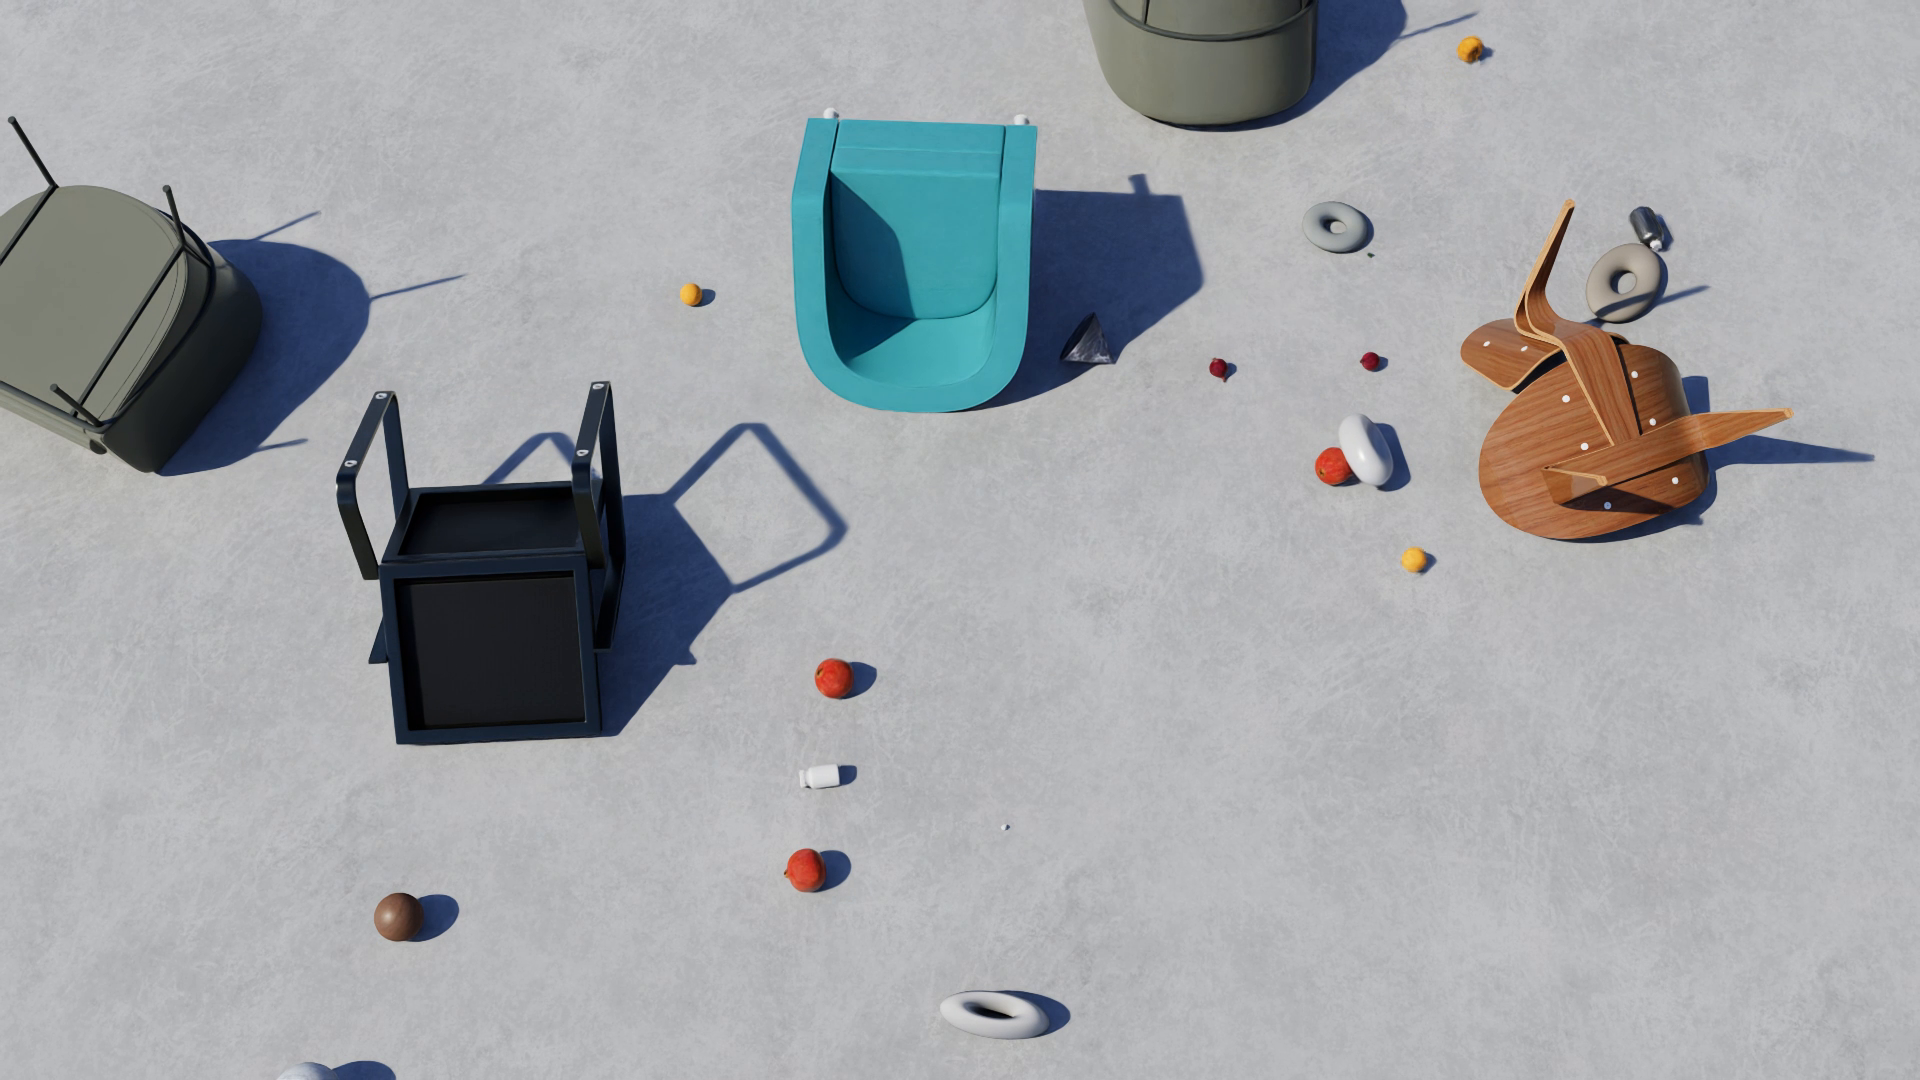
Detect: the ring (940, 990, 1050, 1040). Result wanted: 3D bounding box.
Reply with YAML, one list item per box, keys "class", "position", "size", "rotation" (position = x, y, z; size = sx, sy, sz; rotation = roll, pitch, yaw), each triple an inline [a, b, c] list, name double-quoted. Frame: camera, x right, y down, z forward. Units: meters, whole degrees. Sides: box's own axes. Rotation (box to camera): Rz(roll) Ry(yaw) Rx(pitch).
- class: "ring"
  position: [0.089, 1.229, 5.691]
  size: [0.288, 0.098, 0.110]
  rotation: [7, 54, 4]

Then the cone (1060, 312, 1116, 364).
- class: "cone"
  position: [0.431, -0.599, 6.931]
  size: [0.154, 0.168, 0.197]
  rotation: [36, 54, -11]

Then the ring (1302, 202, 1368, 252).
- class: "ring"
  position: [1.235, -1.031, 7.238]
  size: [0.219, 0.048, 0.212]
  rotation: [36, 63, 22]

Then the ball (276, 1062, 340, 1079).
- class: "ball"
  position: [-1.640, 1.403, 5.525]
  size: [0.179, 0.179, 0.179]
  rotation: [0, 56, 0]

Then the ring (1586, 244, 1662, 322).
- class: "ring"
  position: [2.142, -0.832, 7.097]
  size: [0.218, 0.060, 0.352]
  rotation: [26, 61, 18]

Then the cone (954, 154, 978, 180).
- class: "cone"
  position: [0.007, -1.244, 7.394]
  size: [0.085, 0.049, 0.086]
  rotation: [19, 74, 9]

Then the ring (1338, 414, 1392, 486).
- class: "ring"
  position: [1.229, -0.273, 6.660]
  size: [0.093, 0.175, 0.255]
  rotation: [-36, 49, 28]
